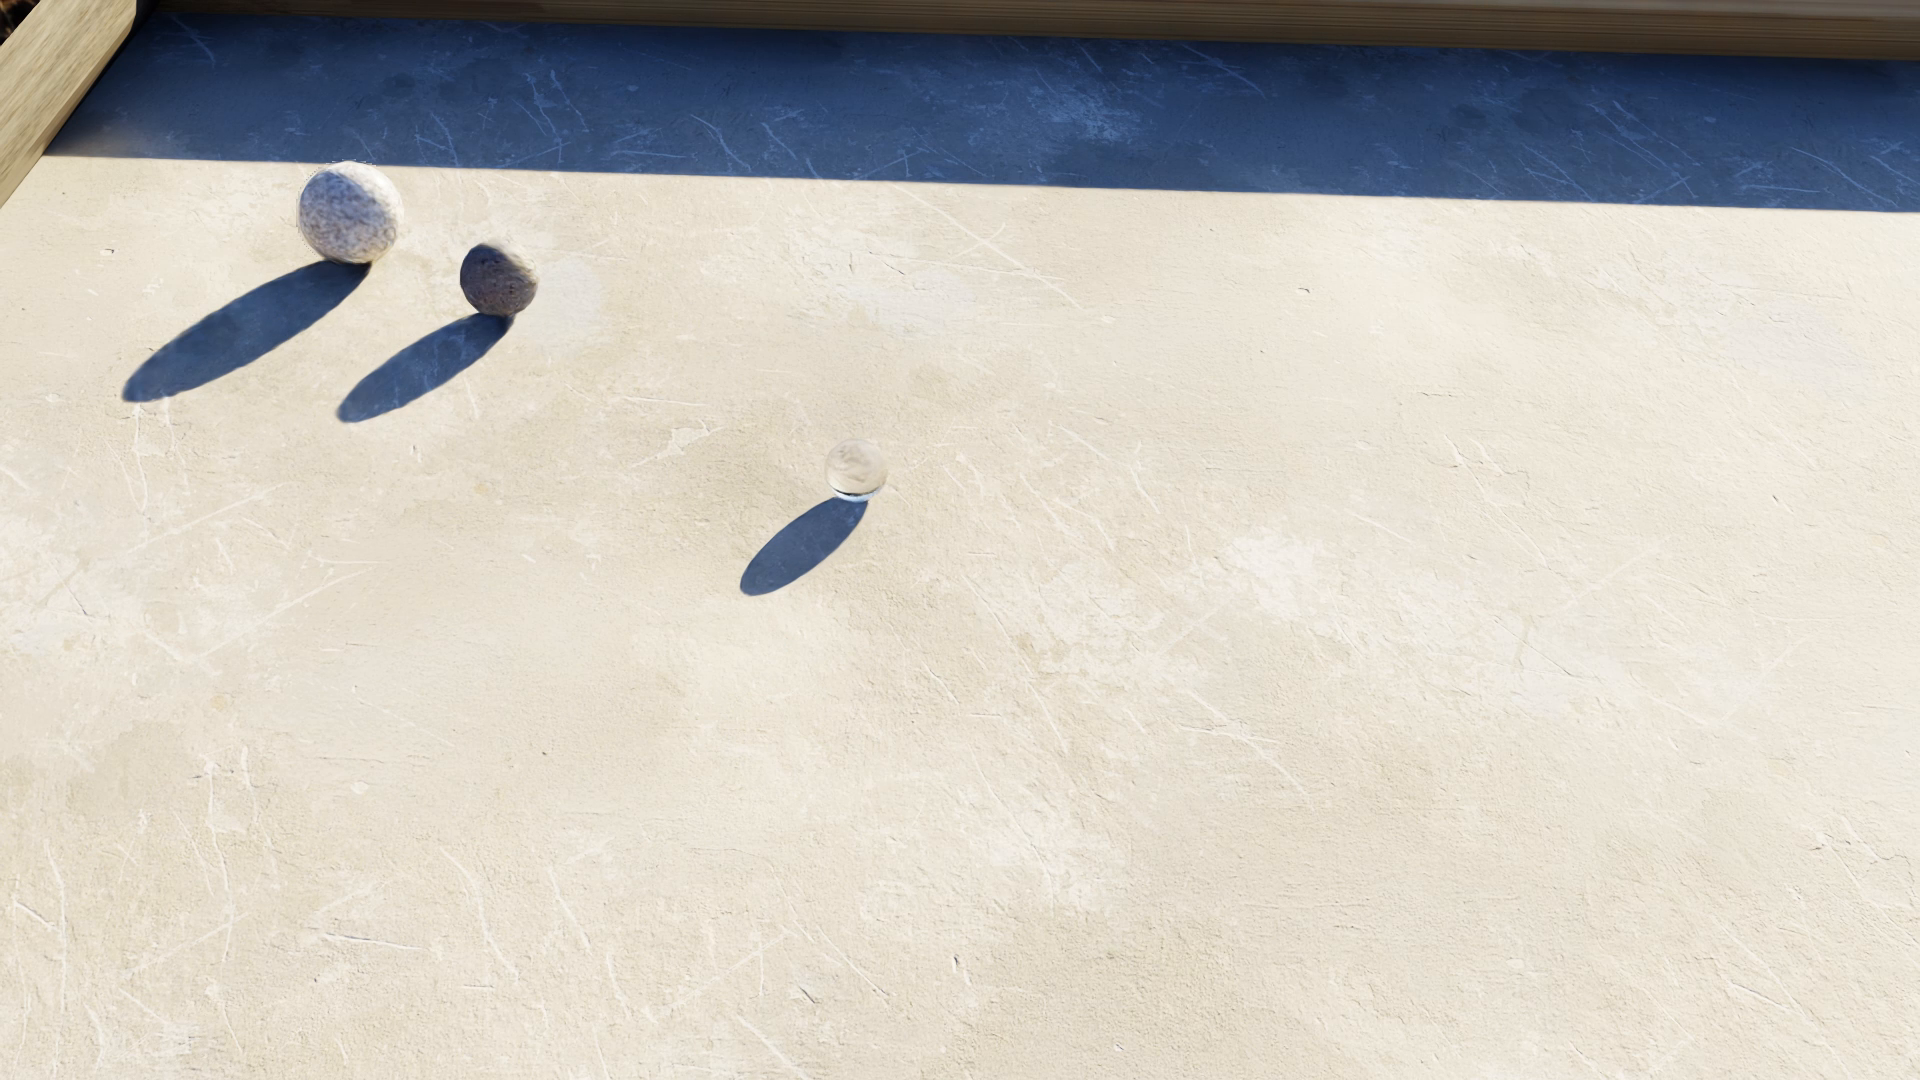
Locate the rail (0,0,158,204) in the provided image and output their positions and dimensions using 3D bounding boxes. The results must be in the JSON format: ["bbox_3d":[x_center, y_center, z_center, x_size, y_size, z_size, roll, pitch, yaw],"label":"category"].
[{"bbox_3d":[-0.842,-0.053,1.789,0.045,0.117,1.803,2,36,3],"label":"rail"}]

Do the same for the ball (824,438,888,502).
[{"bbox_3d":[-0.075,-0.050,1.848,0.047,0.047,0.047,0,36,0],"label":"ball"}]

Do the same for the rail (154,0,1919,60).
[{"bbox_3d":[0.923,-0.496,2.410,3.468,0.117,0.045,2,36,3],"label":"rail"}]

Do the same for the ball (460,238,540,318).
[{"bbox_3d":[-0.369,-0.210,2.057,0.063,0.063,0.063,0,36,0],"label":"ball"}]

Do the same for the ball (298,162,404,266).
[{"bbox_3d":[-0.504,-0.270,2.121,0.086,0.086,0.086,0,36,0],"label":"ball"}]
